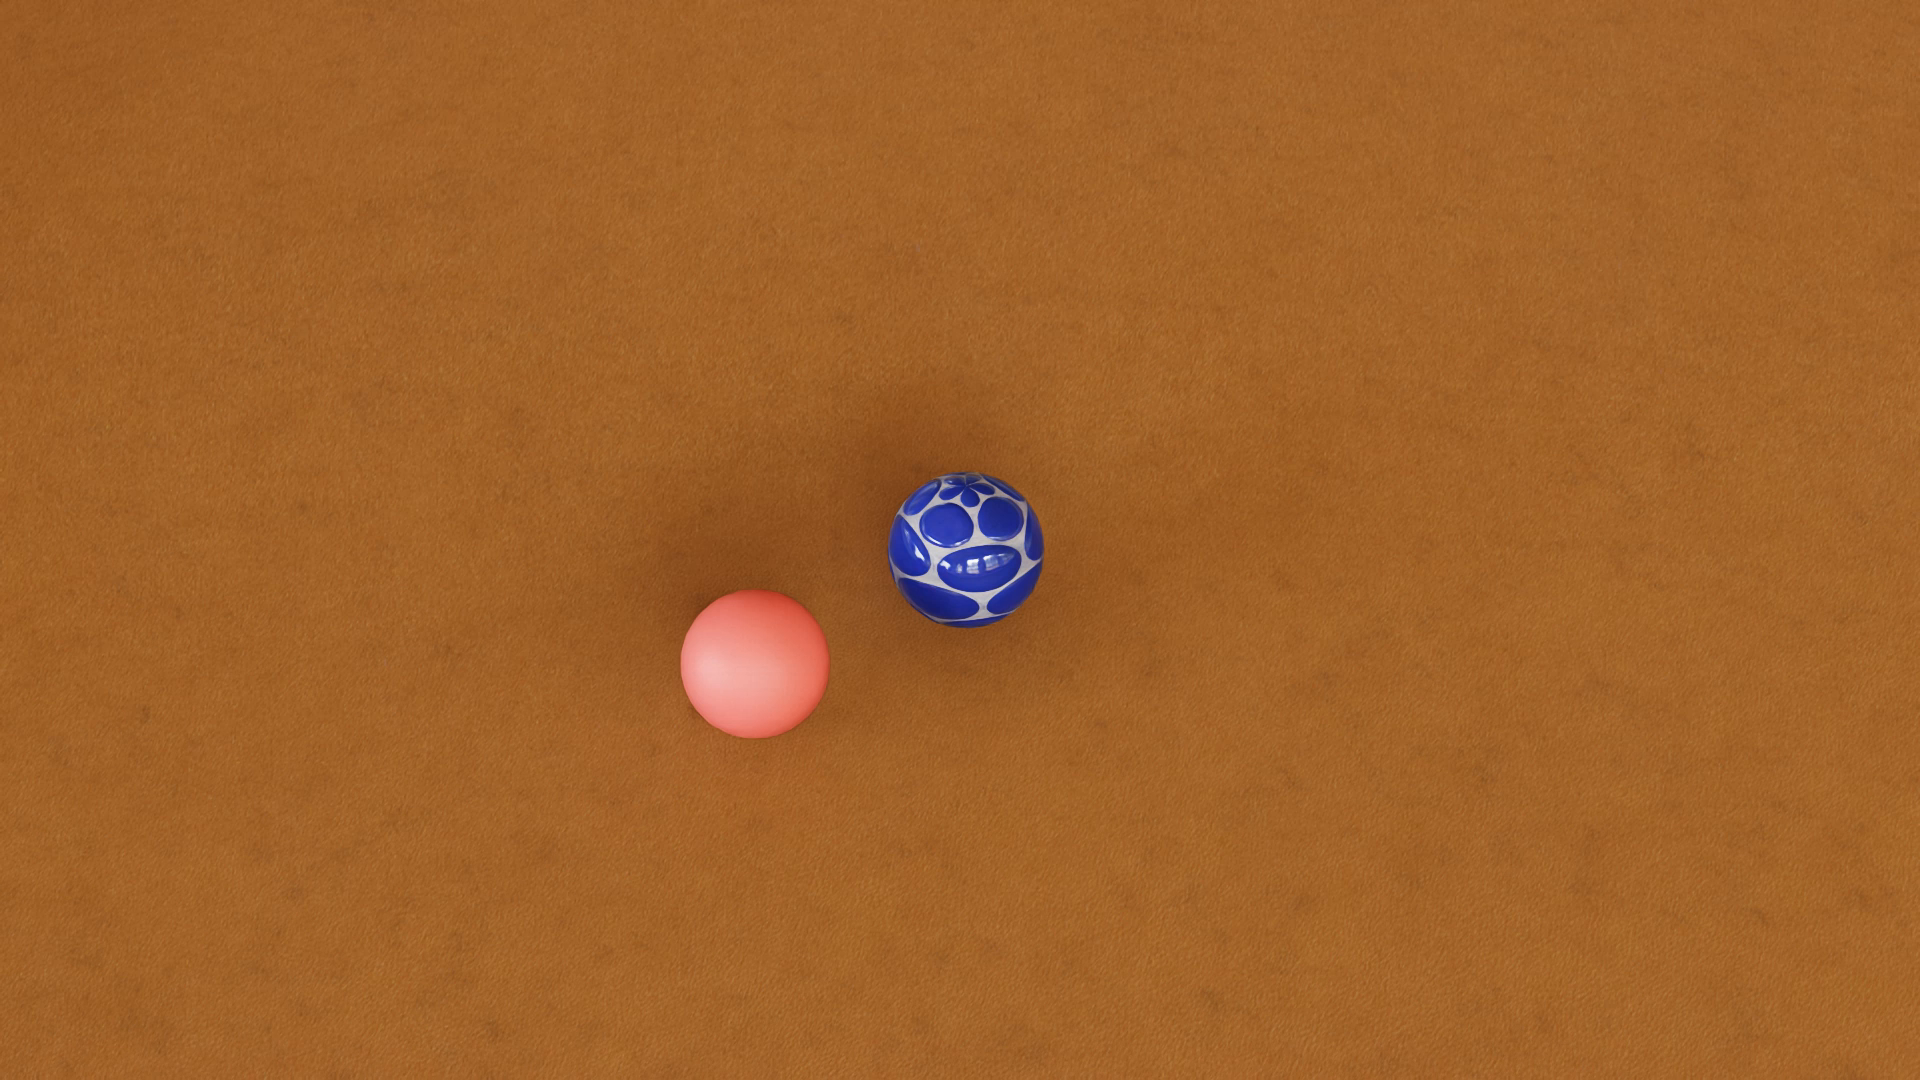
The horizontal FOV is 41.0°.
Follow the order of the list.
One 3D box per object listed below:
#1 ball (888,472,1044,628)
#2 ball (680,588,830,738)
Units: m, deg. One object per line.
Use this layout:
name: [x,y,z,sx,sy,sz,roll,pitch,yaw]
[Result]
ball: [0.004,0.006,1.481,0.091,0.091,0.091,0,37,0]
ball: [-0.112,0.068,1.405,0.082,0.082,0.082,0,37,0]
